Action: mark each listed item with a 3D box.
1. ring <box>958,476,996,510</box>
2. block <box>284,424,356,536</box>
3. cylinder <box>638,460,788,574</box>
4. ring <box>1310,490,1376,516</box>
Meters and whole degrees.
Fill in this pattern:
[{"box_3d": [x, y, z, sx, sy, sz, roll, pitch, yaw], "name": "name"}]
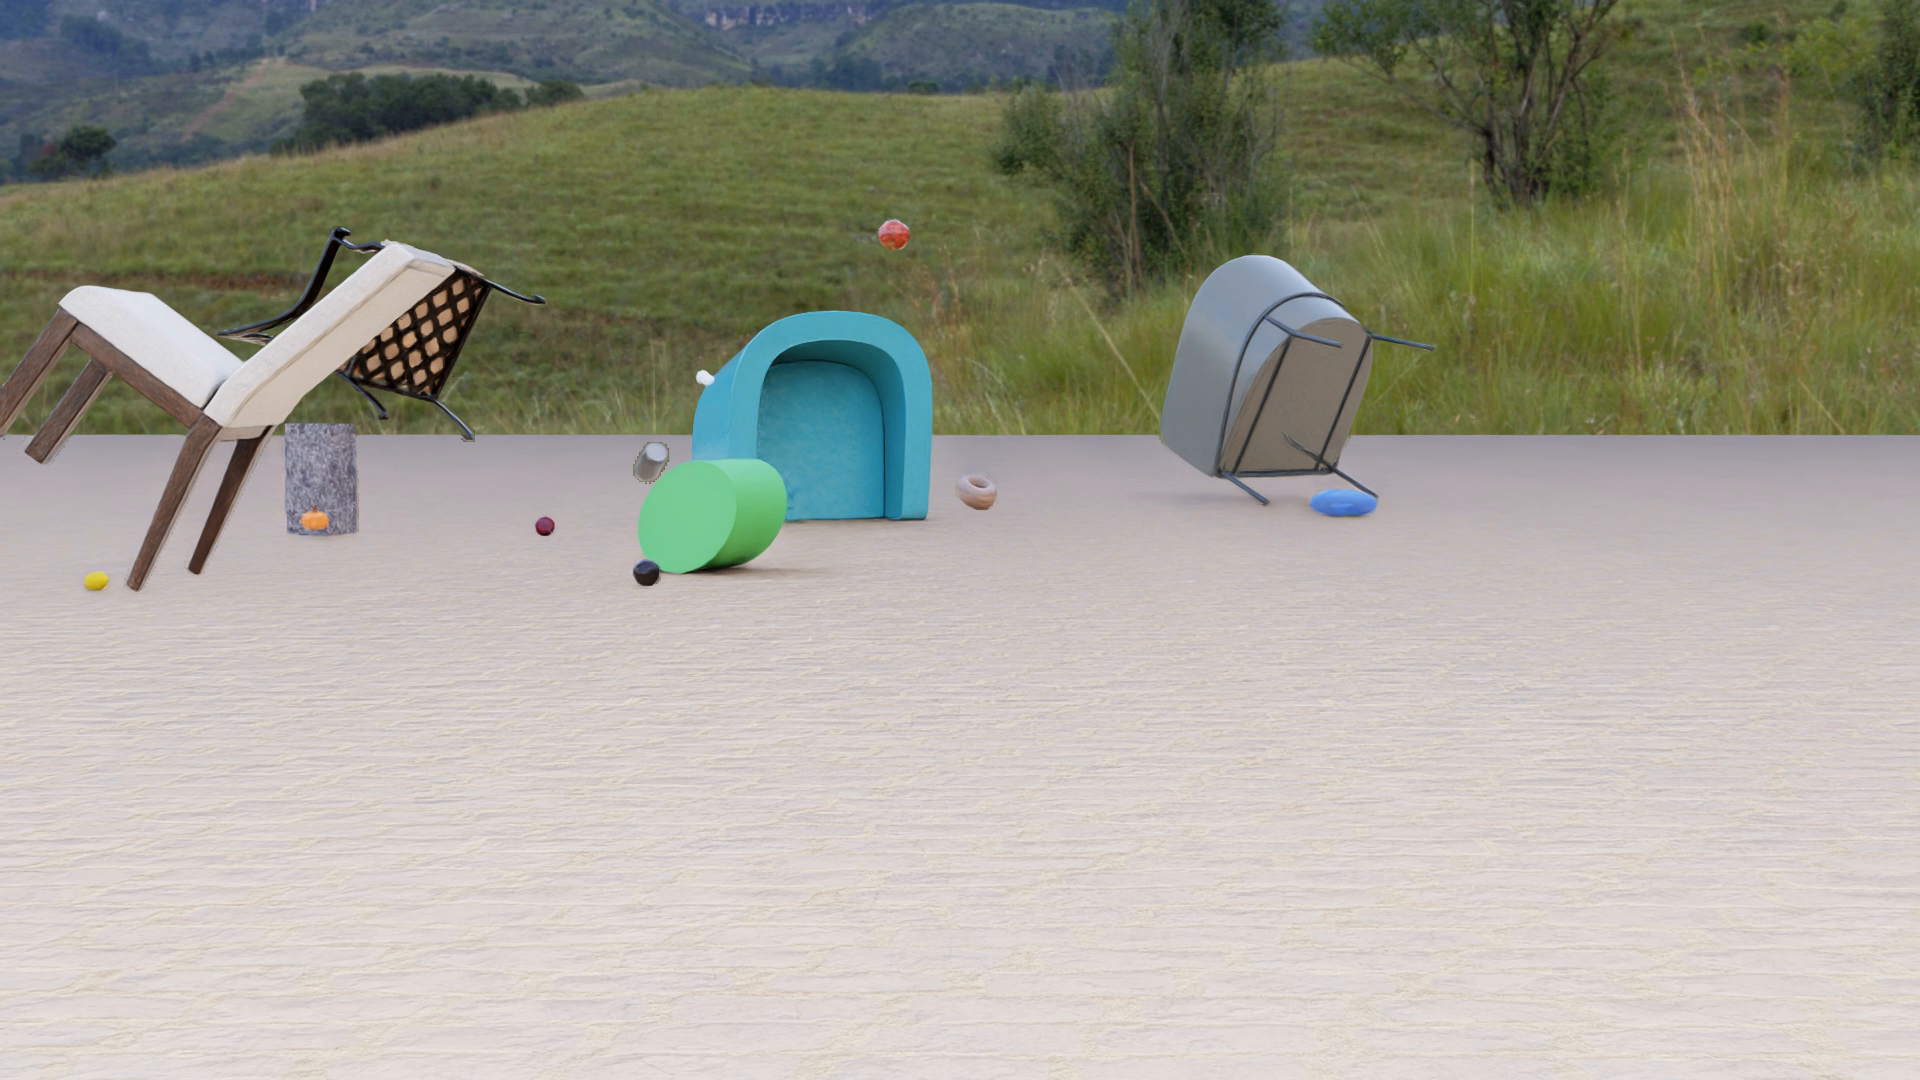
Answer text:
[{"box_3d": [0.063, -0.178, 8.230, 0.140, 0.082, 0.199, 2, 25, -20], "name": "ring"}, {"box_3d": [-1.975, -0.189, 6.794, 0.169, 0.340, 0.125, 2, 3, 26], "name": "block"}, {"box_3d": [-0.611, -0.061, 5.438, 0.318, 0.243, 0.222, -40, -15, 25], "name": "cylinder"}, {"box_3d": [1.343, -0.130, 7.707, 0.251, 0.044, 0.200, 11, -20, -27], "name": "ring"}]
